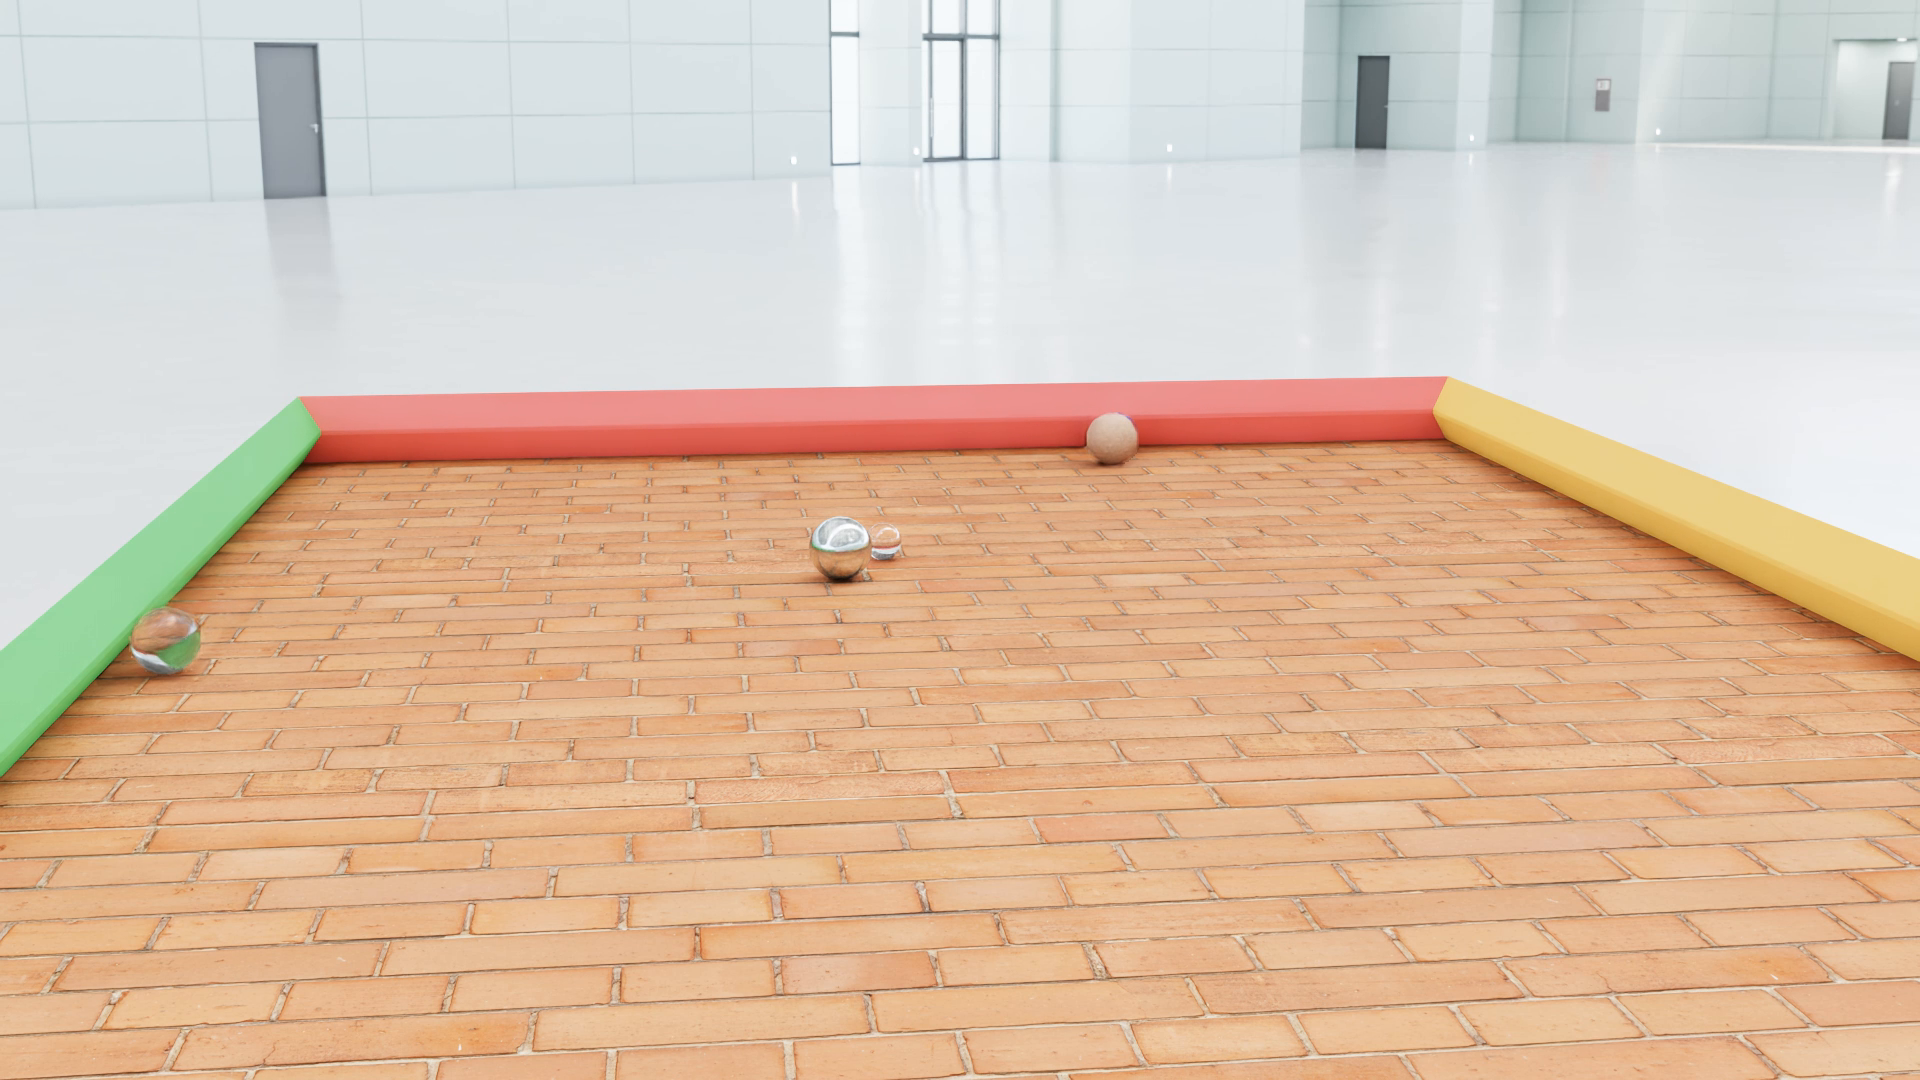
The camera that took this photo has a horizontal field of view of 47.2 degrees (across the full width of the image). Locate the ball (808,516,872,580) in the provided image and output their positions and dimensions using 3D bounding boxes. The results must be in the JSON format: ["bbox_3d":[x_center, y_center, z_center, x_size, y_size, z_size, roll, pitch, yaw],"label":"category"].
[{"bbox_3d":[-0.165,0.011,3.045,0.088,0.088,0.088,0,12,0],"label":"ball"}]

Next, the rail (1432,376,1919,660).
[{"bbox_3d":[1.167,0.157,2.277,0.045,0.119,4.006,-2,12,-7],"label":"rail"}]

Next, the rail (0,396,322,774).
[{"bbox_3d":[-0.914,0.211,2.018,0.045,0.119,4.006,-2,12,-7],"label":"rail"}]

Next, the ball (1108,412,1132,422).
[{"bbox_3d":[0.286,-0.199,4.070,0.076,0.076,0.076,0,12,0],"label":"ball"}]

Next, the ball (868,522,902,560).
[{"bbox_3d":[-0.111,0.002,3.171,0.054,0.054,0.054,0,12,0],"label":"ball"}]

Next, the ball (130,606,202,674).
[{"bbox_3d":[-0.926,0.117,2.566,0.079,0.079,0.079,0,12,0],"label":"ball"}]

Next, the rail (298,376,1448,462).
[{"bbox_3d":[-0.124,-0.222,4.068,2.145,0.119,0.045,-2,12,-7],"label":"rail"}]

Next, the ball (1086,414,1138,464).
[{"bbox_3d":[0.272,-0.182,3.949,0.092,0.092,0.092,0,12,0],"label":"ball"}]
